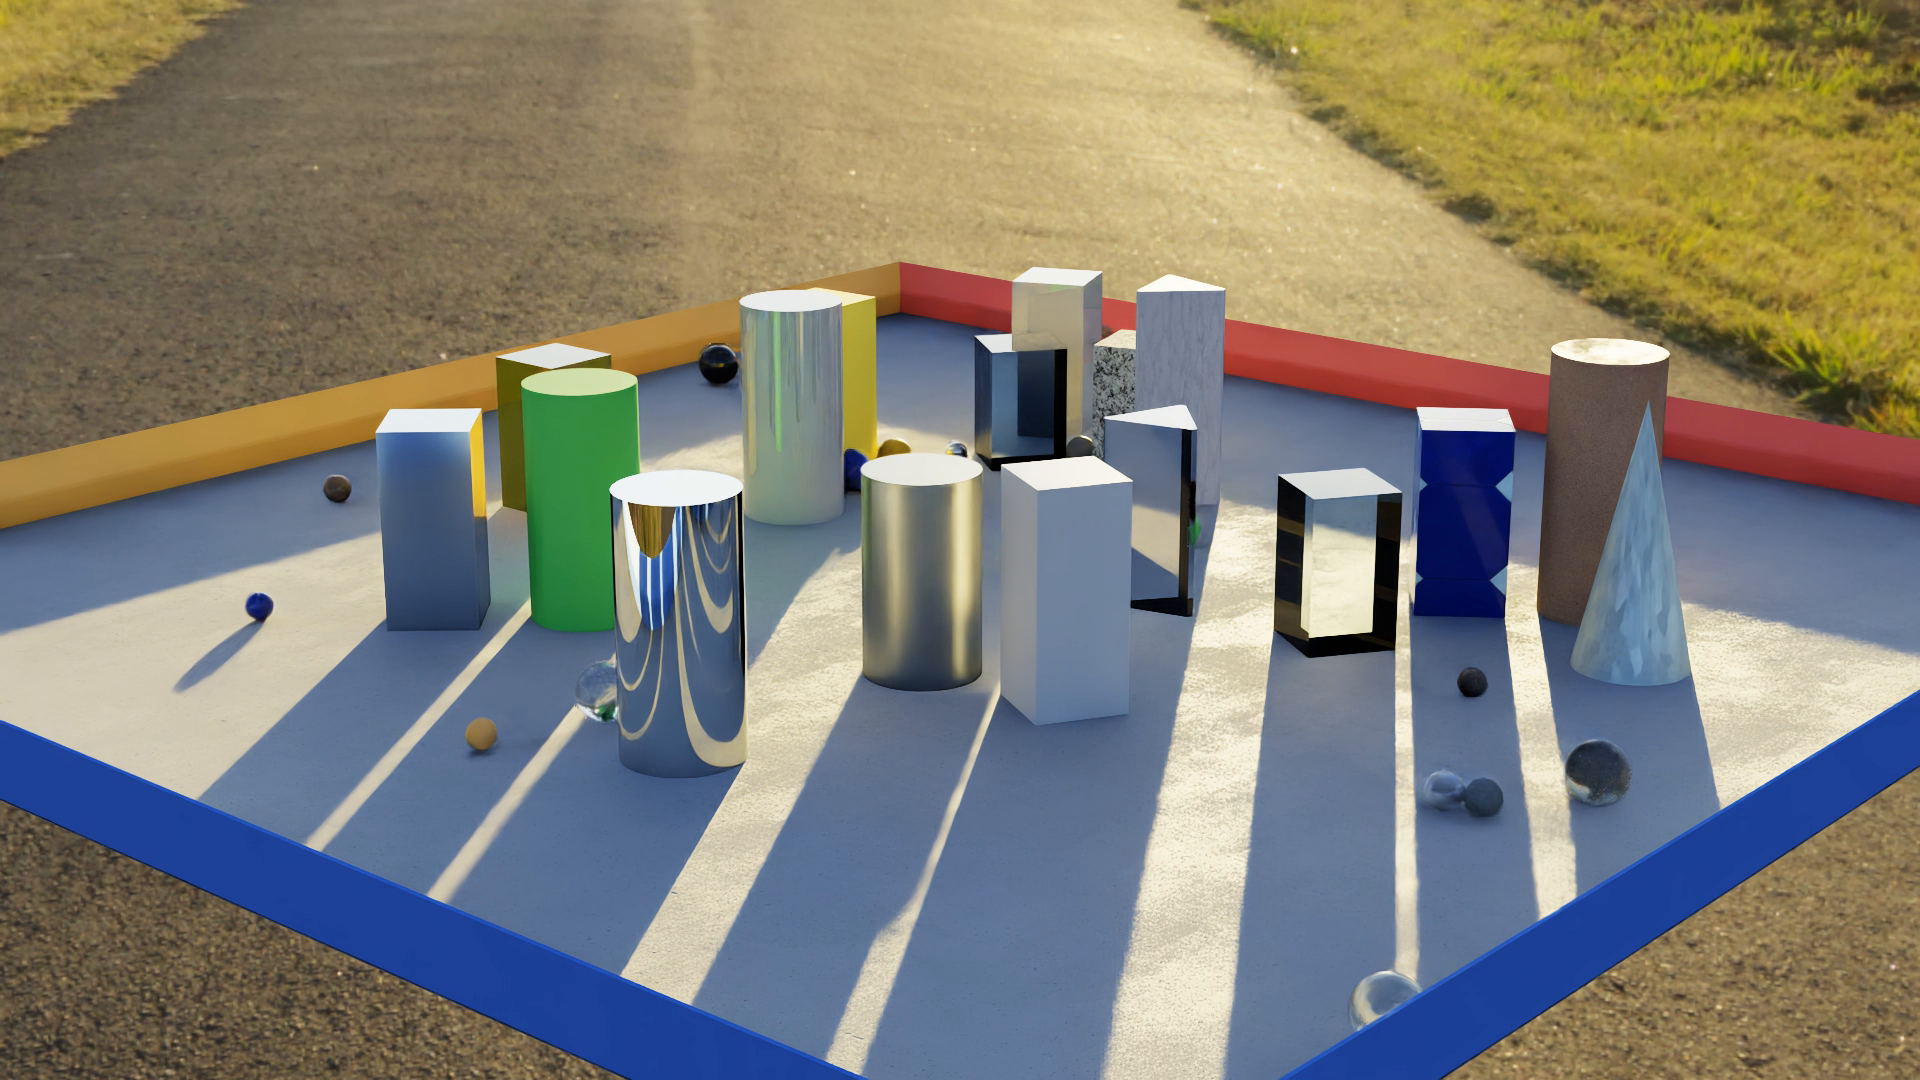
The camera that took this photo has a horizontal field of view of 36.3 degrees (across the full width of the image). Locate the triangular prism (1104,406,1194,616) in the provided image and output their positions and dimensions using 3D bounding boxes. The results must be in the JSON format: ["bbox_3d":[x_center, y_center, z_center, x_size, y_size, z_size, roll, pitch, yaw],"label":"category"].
[{"bbox_3d":[0.353,-0.057,5.062,0.167,0.331,0.145,9,19,26],"label":"triangular prism"}]

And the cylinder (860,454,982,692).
[{"bbox_3d":[-0.061,0.050,4.692,0.193,0.340,0.193,0,17,0],"label":"cylinder"}]

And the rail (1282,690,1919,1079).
[{"bbox_3d":[1.207,0.334,4.117,0.045,0.126,3.276,14,22,39],"label":"rail"}]

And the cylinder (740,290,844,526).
[{"bbox_3d":[-0.318,-0.253,5.571,0.193,0.412,0.193,0,17,0],"label":"cylinder"}]

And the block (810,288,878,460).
[{"bbox_3d":[-0.276,-0.309,5.856,0.155,0.353,0.155,12,21,35],"label":"block"}]

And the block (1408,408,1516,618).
[{"bbox_3d":[0.860,-0.048,5.037,0.155,0.328,0.155,1,17,5],"label":"block"}]

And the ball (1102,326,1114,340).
[{"bbox_3d":[0.328,-0.459,6.826,0.082,0.082,0.082,0,17,0],"label":"ball"}]

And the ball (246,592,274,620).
[{"bbox_3d":[-1.191,0.112,4.989,0.048,0.048,0.048,0,17,0],"label":"ball"}]

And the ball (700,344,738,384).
[{"bbox_3d":[-0.543,-0.396,6.604,0.089,0.089,0.089,0,17,0],"label":"ball"}]

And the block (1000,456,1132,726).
[{"bbox_3d":[0.163,0.077,4.542,0.155,0.375,0.155,-6,18,-19],"label":"block"}]

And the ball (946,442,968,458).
[{"bbox_3d":[-0.007,-0.177,5.952,0.046,0.046,0.046,0,17,0],"label":"ball"}]

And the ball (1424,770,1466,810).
[{"bbox_3d":[0.688,0.356,4.166,0.058,0.058,0.058,0,17,0],"label":"ball"}]

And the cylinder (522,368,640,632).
[{"bbox_3d":[-0.637,-0.069,4.964,0.193,0.410,0.193,0,17,0],"label":"cylinder"}]

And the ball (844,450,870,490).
[{"bbox_3d":[-0.212,-0.137,5.760,0.080,0.080,0.080,0,17,0],"label":"ball"}]

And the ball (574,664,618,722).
[{"bbox_3d":[-0.546,0.235,4.509,0.091,0.091,0.091,0,17,0],"label":"ball"}]

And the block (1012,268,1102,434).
[{"bbox_3d":[0.206,-0.403,6.226,0.155,0.320,0.155,5,18,17],"label":"block"}]

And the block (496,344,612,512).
[{"bbox_3d":[-0.775,-0.210,5.629,0.155,0.295,0.155,14,21,38],"label":"block"}]

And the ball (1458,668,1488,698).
[{"bbox_3d":[0.808,0.224,4.621,0.047,0.047,0.047,0,17,0],"label":"ball"}]

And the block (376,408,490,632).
[{"bbox_3d":[-0.889,-0.035,4.963,0.155,0.346,0.155,0,17,-2],"label":"block"}]

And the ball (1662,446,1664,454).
[{"bbox_3d":[1.370,-0.182,5.897,0.088,0.088,0.088,0,17,0],"label":"ball"}]

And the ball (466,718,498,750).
[{"bbox_3d":[-0.717,0.291,4.400,0.048,0.048,0.048,0,17,0],"label":"ball"}]

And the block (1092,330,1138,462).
[{"bbox_3d":[0.368,-0.277,5.916,0.155,0.258,0.155,7,18,22],"label":"block"}]

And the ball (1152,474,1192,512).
[{"bbox_3d":[0.407,-0.091,5.619,0.074,0.074,0.074,0,17,0],"label":"ball"}]

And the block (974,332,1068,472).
[{"bbox_3d":[0.122,-0.282,5.956,0.155,0.245,0.155,-4,17,-12],"label":"block"}]

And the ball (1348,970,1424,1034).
[{"bbox_3d":[0.503,0.554,3.445,0.095,0.095,0.095,0,17,0],"label":"ball"}]

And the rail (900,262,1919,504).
[{"bbox_3d":[1.058,-0.321,6.287,3.245,0.126,0.045,14,22,39],"label":"rail"}]

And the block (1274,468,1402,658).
[{"bbox_3d":[0.624,0.037,4.855,0.155,0.271,0.155,-5,17,-15],"label":"block"}]

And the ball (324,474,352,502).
[{"bbox_3d":[-1.207,-0.099,5.682,0.054,0.054,0.054,0,17,0],"label":"ball"}]

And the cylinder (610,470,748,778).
[{"bbox_3d":[-0.412,0.122,4.322,0.193,0.415,0.193,0,17,0],"label":"cylinder"}]

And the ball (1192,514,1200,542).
[{"bbox_3d":[0.412,-0.023,5.410,0.064,0.064,0.064,0,17,0],"label":"ball"}]

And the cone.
[{"bbox_3d":[1.090,-0.009,4.703,0.193,0.447,0.193,0,17,0],"label":"cone"}]

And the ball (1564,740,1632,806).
[{"bbox_3d":[0.910,0.331,4.184,0.094,0.094,0.094,0,17,0],"label":"ball"}]

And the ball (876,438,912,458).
[{"bbox_3d":[-0.132,-0.169,5.883,0.072,0.072,0.072,0,17,0],"label":"ball"}]

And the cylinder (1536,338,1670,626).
[{"bbox_3d":[1.089,-0.097,4.977,0.193,0.457,0.193,0,17,0],"label":"cylinder"}]

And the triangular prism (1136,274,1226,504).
[{"bbox_3d":[0.413,-0.291,5.679,0.167,0.423,0.145,-2,17,-5],"label":"triangular prism"}]

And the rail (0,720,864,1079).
[{"bbox_3d":[-1.058,0.384,3.953,3.245,0.126,0.045,14,22,39],"label":"rail"}]

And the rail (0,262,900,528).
[{"bbox_3d":[-1.207,-0.271,6.124,0.045,0.126,3.276,14,22,39],"label":"rail"}]

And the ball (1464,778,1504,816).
[{"bbox_3d":[0.740,0.364,4.144,0.055,0.055,0.055,0,17,0],"label":"ball"}]

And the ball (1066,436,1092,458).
[{"bbox_3d":[0.245,-0.179,5.933,0.062,0.062,0.062,0,17,0],"label":"ball"}]
